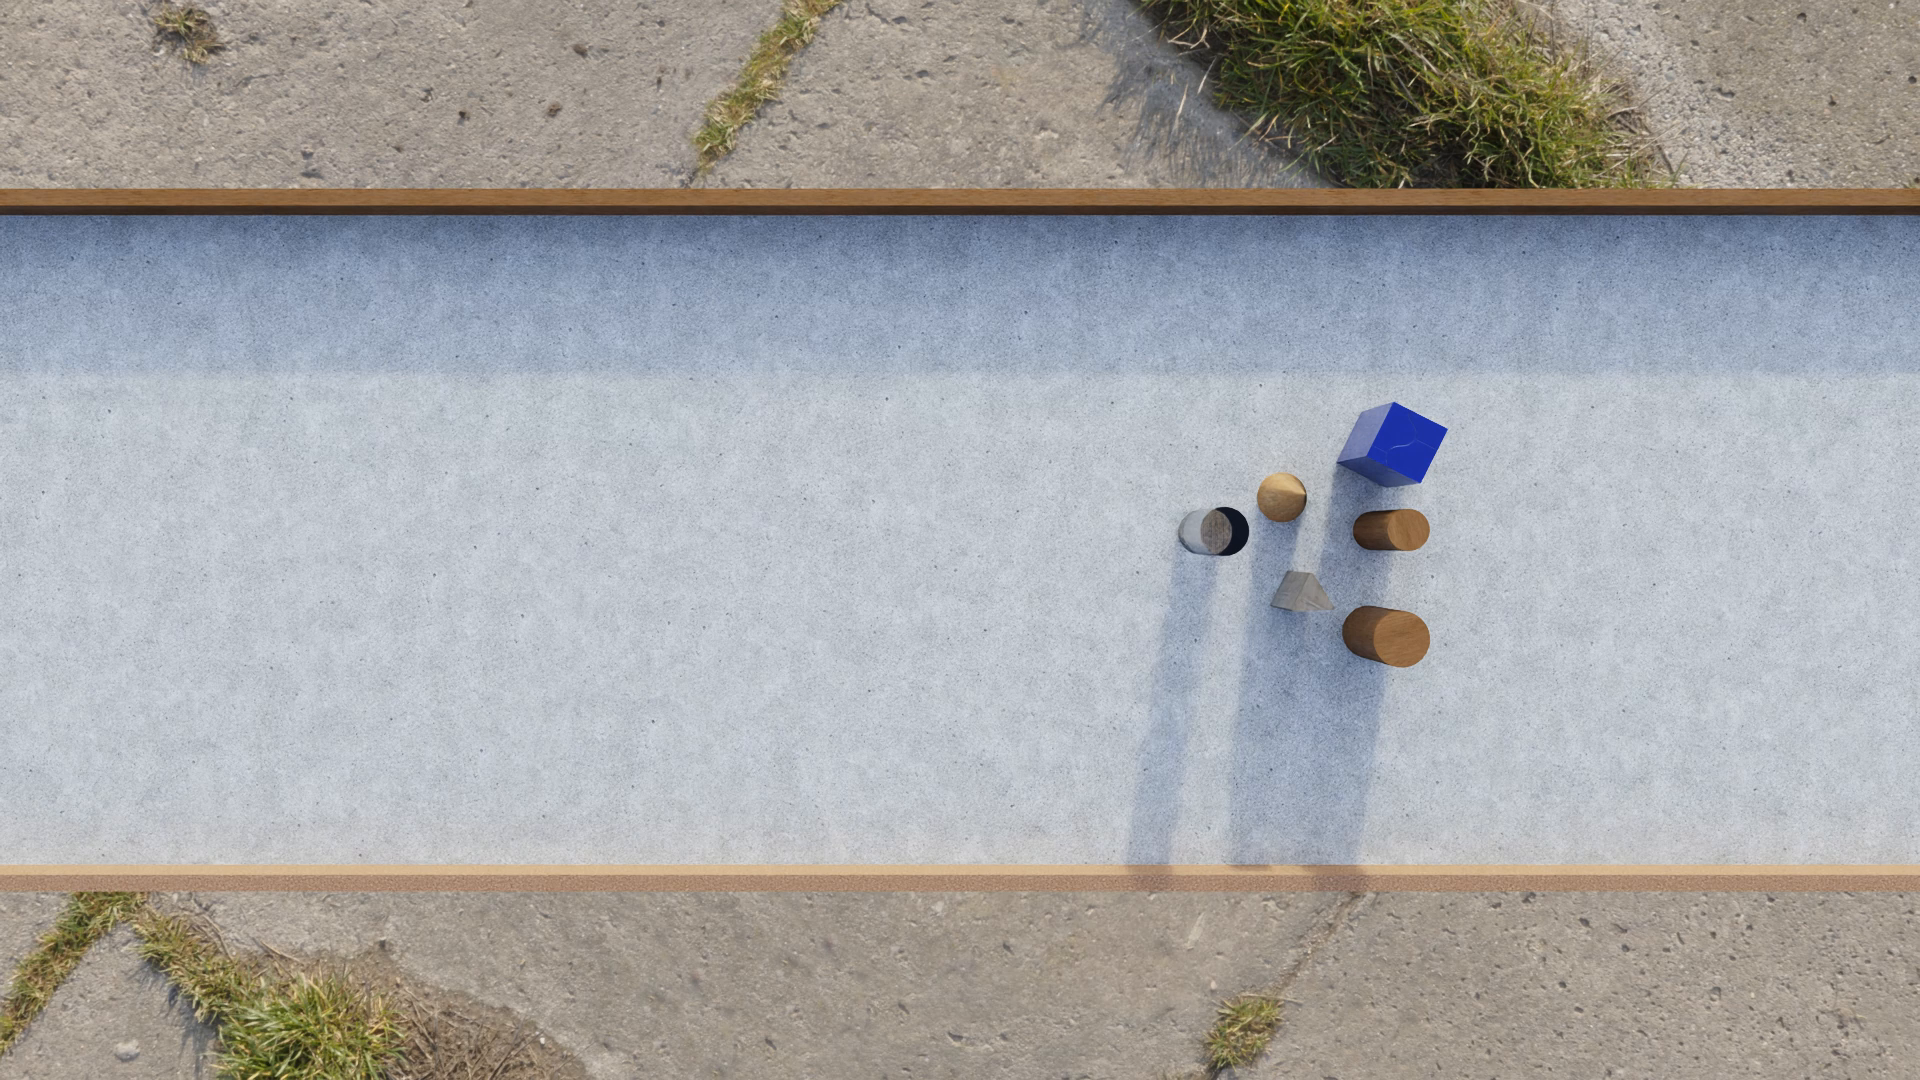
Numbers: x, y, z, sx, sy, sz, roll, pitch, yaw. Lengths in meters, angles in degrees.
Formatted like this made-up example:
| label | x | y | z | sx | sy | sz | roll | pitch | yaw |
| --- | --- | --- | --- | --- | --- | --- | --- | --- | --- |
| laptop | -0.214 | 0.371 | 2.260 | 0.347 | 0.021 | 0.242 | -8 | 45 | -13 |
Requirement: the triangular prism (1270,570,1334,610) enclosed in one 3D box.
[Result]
| label | x | y | z | sx | sy | sz | roll | pitch | yaw |
| --- | --- | --- | --- | --- | --- | --- | --- | --- | --- |
| triangular prism | 1.014 | 0.147 | 4.911 | 0.123 | 0.330 | 0.106 | -3 | 90 | 0 |

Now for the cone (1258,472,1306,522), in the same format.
| label | x | y | z | sx | sy | sz | roll | pitch | yaw |
| --- | --- | --- | --- | --- | --- | --- | --- | --- | --- |
| cone | 0.991 | -0.131 | 4.902 | 0.154 | 0.349 | 0.154 | 0 | 90 | 0 |

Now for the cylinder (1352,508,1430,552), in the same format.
| label | x | y | z | sx | sy | sz | roll | pitch | yaw |
| --- | --- | --- | --- | --- | --- | --- | --- | --- | --- |
| cylinder | 1.269 | -0.028 | 4.870 | 0.120 | 0.413 | 0.120 | 0 | 90 | 0 |

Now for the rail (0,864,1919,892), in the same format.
| label | x | y | z | sx | sy | sz | roll | pitch | yaw |
| --- | --- | --- | --- | --- | --- | --- | --- | --- | --- |
| rail | -2.247 | 1.025 | 5.001 | 12.000 | 0.150 | 0.050 | 0 | 90 | 0 |

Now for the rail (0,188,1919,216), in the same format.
| label | x | y | z | sx | sy | sz | roll | pitch | yaw |
| --- | --- | --- | --- | --- | --- | --- | --- | --- | --- |
| rail | -2.247 | -1.025 | 5.002 | 12.000 | 0.150 | 0.050 | 0 | 90 | 0 |

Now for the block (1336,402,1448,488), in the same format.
| label | x | y | z | sx | sy | sz | roll | pitch | yaw |
| --- | --- | --- | --- | --- | --- | --- | --- | --- | --- |
| block | 1.274 | -0.278 | 4.887 | 0.174 | 0.379 | 0.174 | 27 | 90 | 0 |

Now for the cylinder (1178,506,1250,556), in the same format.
| label | x | y | z | sx | sy | sz | roll | pitch | yaw |
| --- | --- | --- | --- | --- | --- | --- | --- | --- | --- |
| cylinder | 0.741 | -0.024 | 4.848 | 0.138 | 0.458 | 0.138 | 0 | 90 | 0 |

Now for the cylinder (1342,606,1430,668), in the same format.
| label | x | y | z | sx | sy | sz | roll | pitch | yaw |
| --- | --- | --- | --- | --- | --- | --- | --- | --- | --- |
| cylinder | 1.257 | 0.283 | 4.885 | 0.162 | 0.383 | 0.162 | 0 | 90 | 0 |
